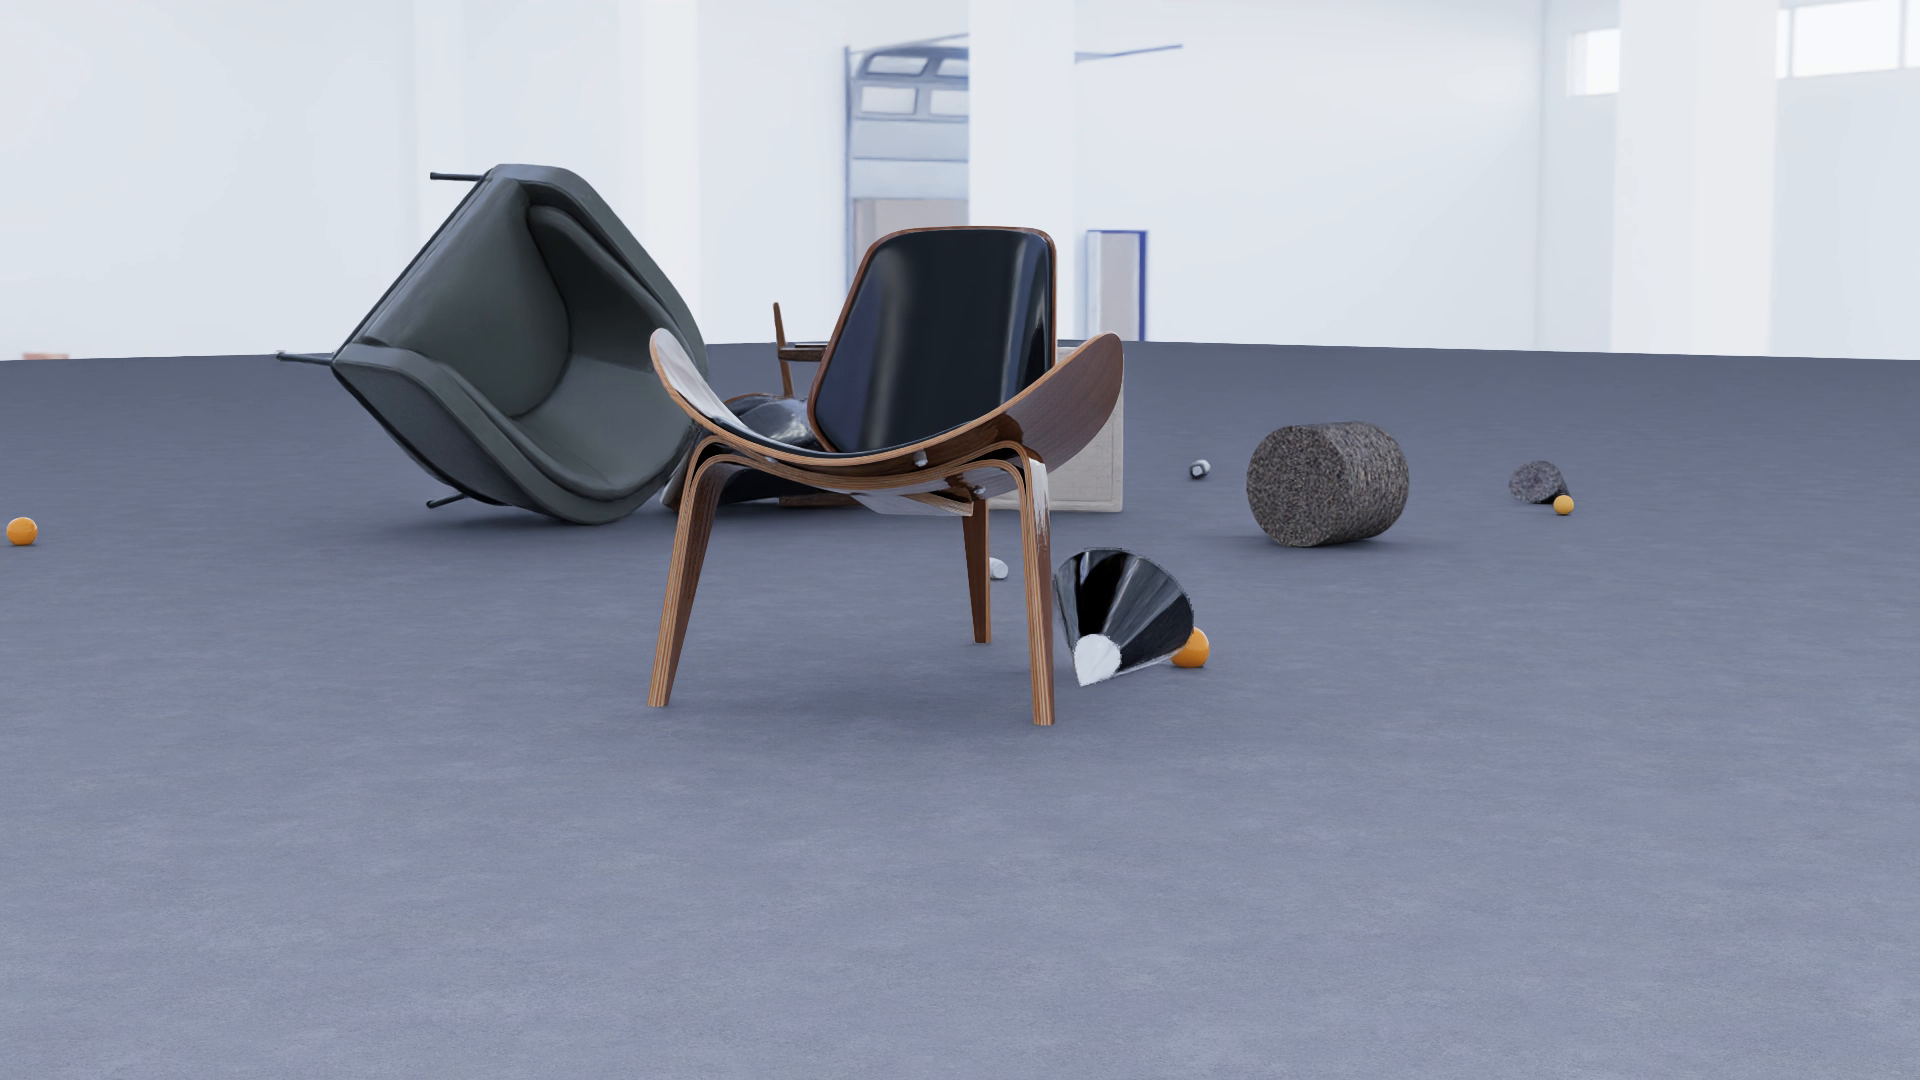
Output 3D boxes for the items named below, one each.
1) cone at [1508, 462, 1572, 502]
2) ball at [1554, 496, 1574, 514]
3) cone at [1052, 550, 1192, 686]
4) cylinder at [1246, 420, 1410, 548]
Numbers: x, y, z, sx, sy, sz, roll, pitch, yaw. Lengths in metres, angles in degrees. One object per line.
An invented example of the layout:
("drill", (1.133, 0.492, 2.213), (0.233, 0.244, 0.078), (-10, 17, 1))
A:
("cone", (1.739, -0.143, 7.511), (0.145, 0.130, 0.260), (24, -4, -21))
("ball", (1.666, -0.096, 7.080), (0.055, 0.055, 0.055), (0, 6, 0))
("cone", (0.232, 0.175, 4.206), (0.248, 0.230, 0.223), (27, 40, 4))
("cylinder", (0.908, -0.140, 6.330), (0.296, 0.297, 0.278), (-29, -14, 38))
